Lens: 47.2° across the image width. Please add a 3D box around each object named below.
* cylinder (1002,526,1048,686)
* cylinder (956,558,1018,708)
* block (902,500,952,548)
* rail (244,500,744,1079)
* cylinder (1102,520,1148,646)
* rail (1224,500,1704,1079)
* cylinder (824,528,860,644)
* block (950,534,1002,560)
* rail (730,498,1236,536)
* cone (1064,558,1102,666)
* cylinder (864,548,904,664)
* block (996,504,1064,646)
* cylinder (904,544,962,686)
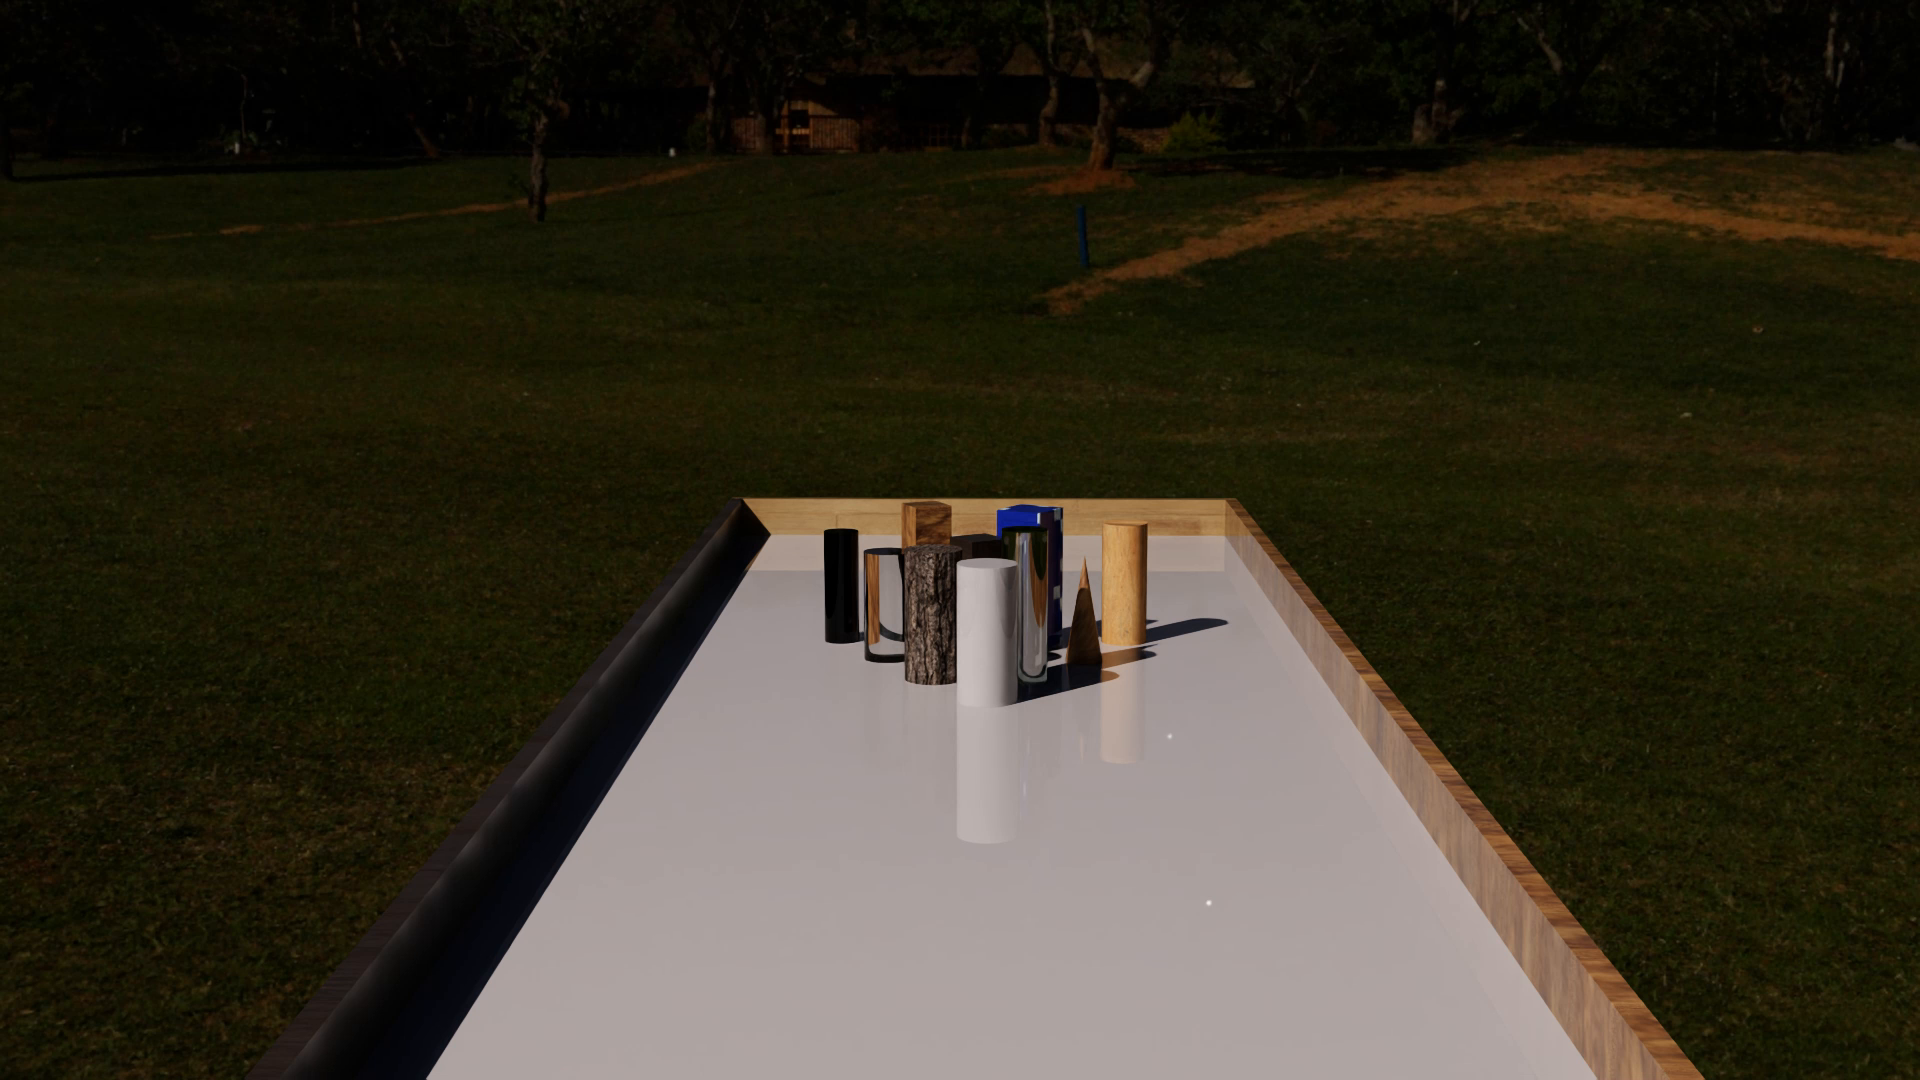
[{"bbox_3d":[0.187,0.190,6.389,0.136,0.446,0.136,0,9,0],"label":"cylinder"},{"bbox_3d":[0.076,0.257,6.139,0.172,0.390,0.172,0,9,0],"label":"cylinder"},{"bbox_3d":[-0.106,0.104,6.951,0.121,0.438,0.121,-4,10,-23],"label":"block"},{"bbox_3d":[-1.004,0.839,3.234,0.050,0.150,12.000,0,9,1],"label":"rail"},{"bbox_3d":[0.519,0.133,6.951,0.142,0.381,0.142,0,9,0],"label":"cylinder"},{"bbox_3d":[1.046,0.843,3.208,0.050,0.150,12.000,0,9,1],"label":"rail"},{"bbox_3d":[-0.375,0.145,6.967,0.110,0.352,0.110,0,9,0],"label":"cylinder"},{"bbox_3d":[0.057,0.179,6.676,0.128,0.377,0.128,-6,11,-31],"label":"block"},{"bbox_3d":[0.099,-0.098,9.147,2.100,0.150,0.050,0,9,1],"label":"rail"},{"bbox_3d":[0.376,0.207,6.656,0.114,0.327,0.114,0,9,0],"label":"cone"},{"bbox_3d":[-0.220,0.198,6.703,0.146,0.331,0.146,0,9,0],"label":"cylinder"},{"bbox_3d":[0.219,0.115,6.907,0.151,0.431,0.151,6,11,31],"label":"block"},{"bbox_3d":[-0.077,0.216,6.412,0.169,0.386,0.169,0,9,0],"label":"cylinder"}]
